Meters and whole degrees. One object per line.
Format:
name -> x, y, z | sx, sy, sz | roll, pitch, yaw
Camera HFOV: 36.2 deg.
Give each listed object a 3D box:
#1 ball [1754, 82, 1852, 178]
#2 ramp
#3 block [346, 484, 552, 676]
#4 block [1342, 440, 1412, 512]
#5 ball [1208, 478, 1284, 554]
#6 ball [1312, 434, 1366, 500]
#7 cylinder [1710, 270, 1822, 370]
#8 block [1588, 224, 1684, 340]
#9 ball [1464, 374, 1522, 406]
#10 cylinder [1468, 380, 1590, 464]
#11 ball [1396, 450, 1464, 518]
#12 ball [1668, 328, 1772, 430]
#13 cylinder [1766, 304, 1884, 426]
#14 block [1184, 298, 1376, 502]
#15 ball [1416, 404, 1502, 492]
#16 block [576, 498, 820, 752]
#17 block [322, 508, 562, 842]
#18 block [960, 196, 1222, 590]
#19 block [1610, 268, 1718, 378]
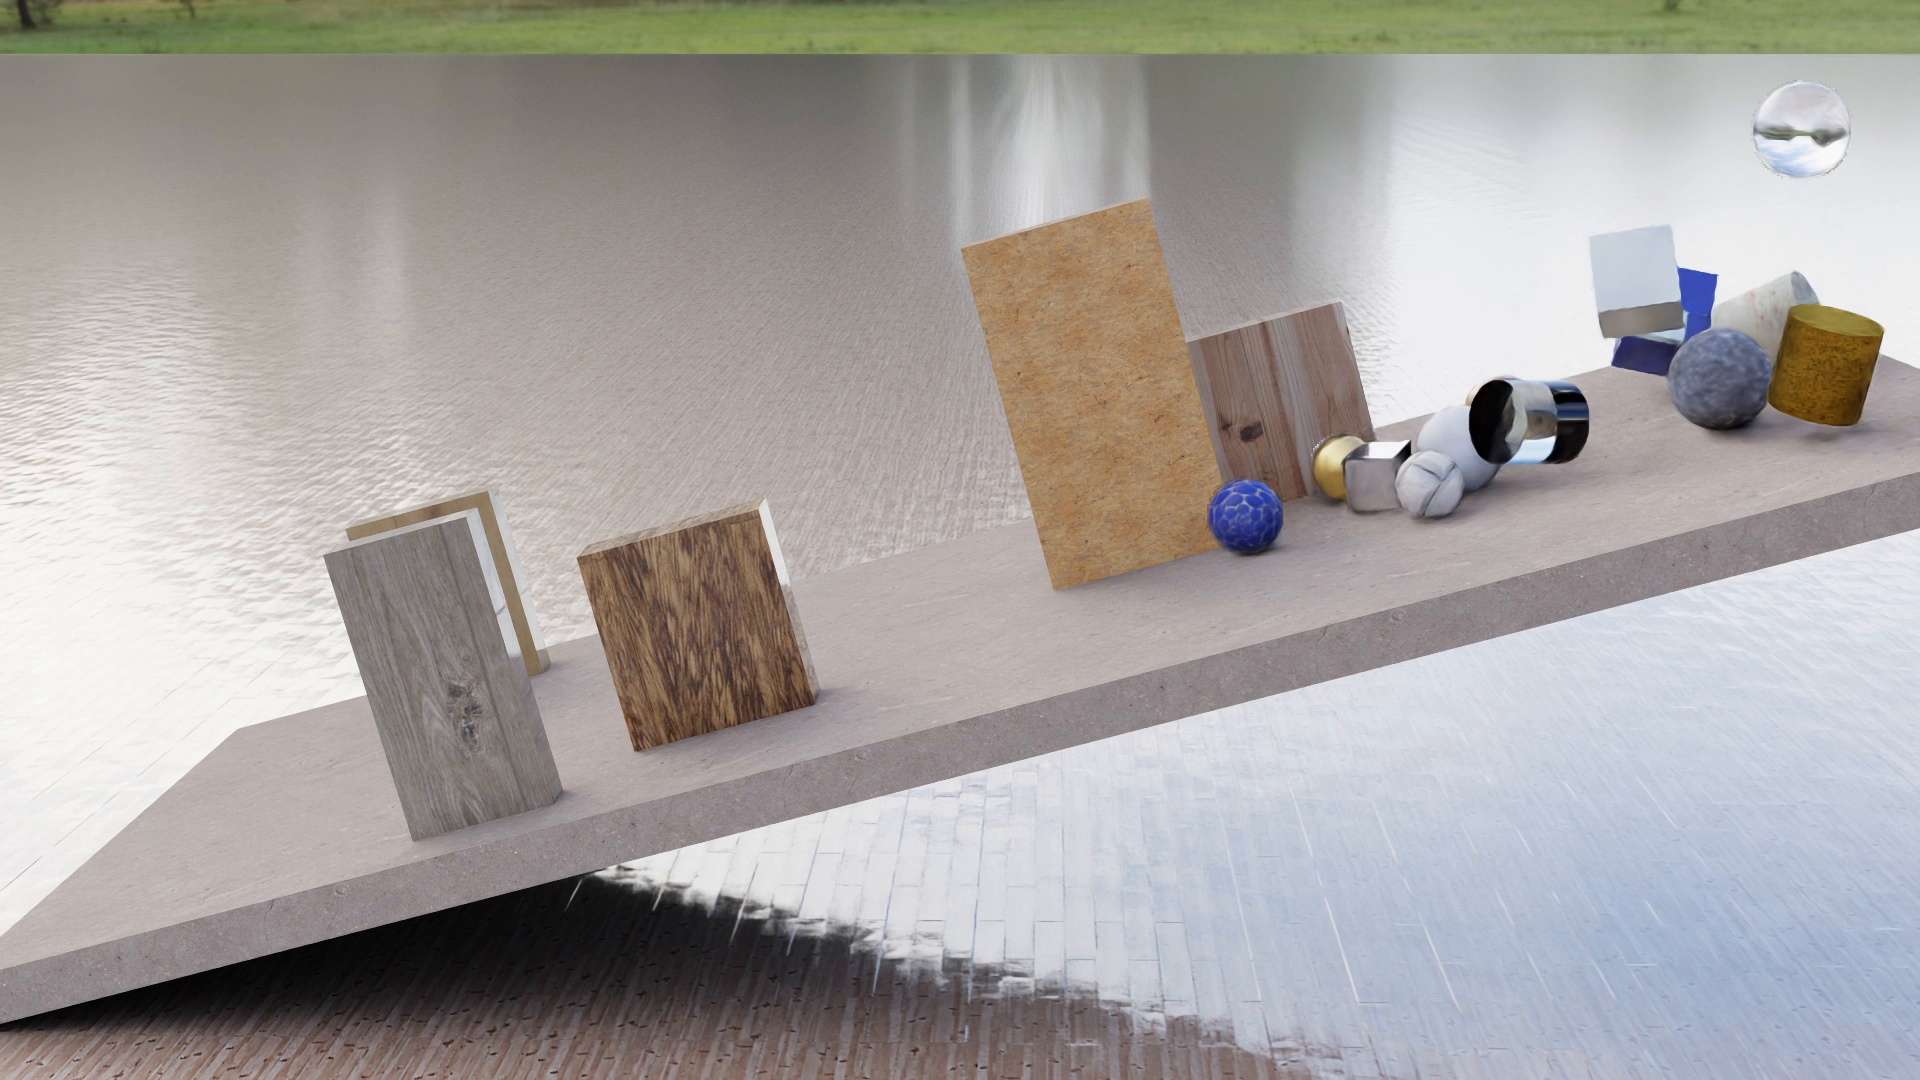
ball -> 1.834, -0.892, 6.406 | 0.207, 0.207, 0.207 | 0, 10, 0
ramp -> 0.081, 0.191, 6.329 | 4.000, 0.100, 2.000 | -15, 9, 4
block -> -1.226, 0.136, 7.059 | 0.355, 0.457, 0.114 | -15, 9, 4
block -> 0.886, -0.135, 6.206 | 0.114, 0.114, 0.114 | -2, 19, 29
ball -> 0.595, -0.050, 6.114 | 0.155, 0.155, 0.155 | 0, 10, 0
ball -> 0.837, -0.159, 6.408 | 0.141, 0.141, 0.141 | 0, 10, 0
cylinder -> 1.765, -0.460, 6.396 | 0.190, 0.190, 0.190 | -25, -4, 31
block -> 1.372, -0.522, 5.965 | 0.165, 0.165, 0.165 | -7, -18, 14
ball -> 1.188, -0.278, 6.440 | 0.172, 0.172, 0.172 | 0, 10, 0
cylinder -> 1.161, -0.240, 5.999 | 0.172, 0.172, 0.172 | -2, 9, -32
ball -> 0.950, -0.112, 5.952 | 0.138, 0.138, 0.138 | 0, 10, 0
ball -> 1.556, -0.329, 6.020 | 0.209, 0.209, 0.209 | 0, 10, 0
cylinder -> 1.671, -0.339, 5.682 | 0.182, 0.182, 0.182 | 8, 22, -3
block -> 0.701, -0.292, 6.599 | 0.409, 0.404, 0.089 | -15, 9, 4
ball -> 1.043, -0.190, 6.128 | 0.182, 0.182, 0.182 | 0, 10, 0
block -> -0.519, 0.168, 5.872 | 0.373, 0.406, 0.144 | -15, 9, 4
block -> -0.980, 0.255, 5.594 | 0.282, 0.573, 0.108 | -15, 9, 4
block -> 0.298, -0.311, 6.272 | 0.406, 0.758, 0.098 | -15, 9, 4
block -> 1.585, -0.493, 6.622 | 0.181, 0.181, 0.181 | 12, -22, 6
